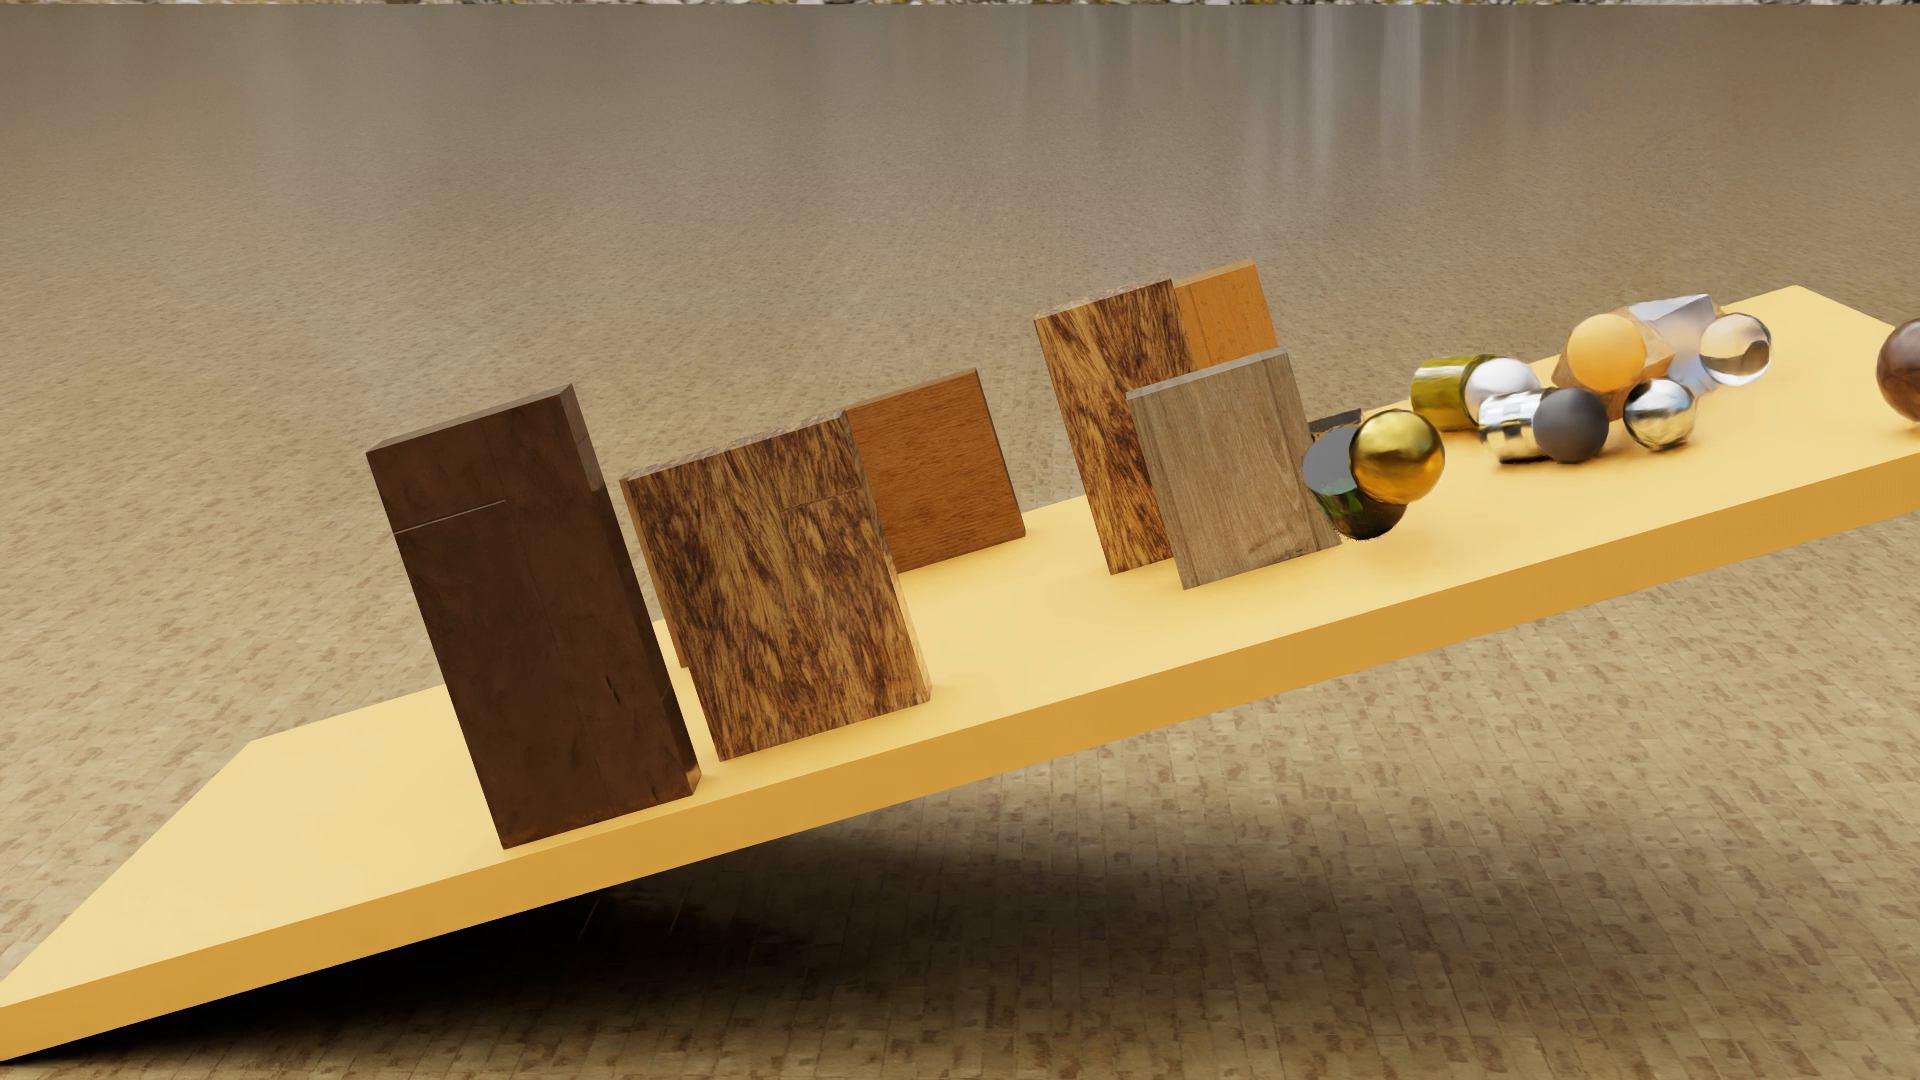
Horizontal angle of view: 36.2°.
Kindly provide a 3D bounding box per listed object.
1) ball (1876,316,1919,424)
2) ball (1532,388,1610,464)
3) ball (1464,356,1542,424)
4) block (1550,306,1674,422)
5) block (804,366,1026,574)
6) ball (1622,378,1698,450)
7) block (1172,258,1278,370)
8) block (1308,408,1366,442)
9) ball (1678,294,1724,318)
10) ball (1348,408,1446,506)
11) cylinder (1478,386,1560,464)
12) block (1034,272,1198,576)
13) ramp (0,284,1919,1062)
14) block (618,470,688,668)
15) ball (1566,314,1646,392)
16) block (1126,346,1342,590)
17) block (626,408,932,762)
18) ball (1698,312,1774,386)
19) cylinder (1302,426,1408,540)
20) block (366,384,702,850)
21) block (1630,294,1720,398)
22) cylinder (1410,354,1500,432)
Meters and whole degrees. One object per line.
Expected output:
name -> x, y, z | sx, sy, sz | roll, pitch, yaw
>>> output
ball -> 1.758, -0.307, 5.313 | 0.199, 0.199, 0.199 | 0, 11, 0
ball -> 1.231, -0.231, 5.926 | 0.152, 0.152, 0.152 | 0, 11, 0
ball -> 1.186, -0.316, 6.418 | 0.167, 0.167, 0.167 | 0, 11, 0
block -> 1.331, -0.354, 6.005 | 0.151, 0.151, 0.151 | -23, 58, -27
block -> -0.107, -0.150, 6.999 | 0.426, 0.410, 0.094 | -16, 10, 5
ball -> 1.379, -0.248, 5.792 | 0.144, 0.144, 0.144 | 0, 11, 0
block -> 0.609, -0.363, 6.712 | 0.264, 0.491, 0.146 | -16, 10, 5
block -> 0.812, -0.178, 6.343 | 0.153, 0.153, 0.153 | -15, 10, 12
ball -> 1.593, -0.456, 6.405 | 0.157, 0.157, 0.157 | 0, 11, 0
ball -> 0.811, -0.154, 5.459 | 0.179, 0.179, 0.179 | 0, 11, 0
cylinder -> 1.172, -0.236, 6.080 | 0.143, 0.143, 0.143 | -8, 3, 43
block -> 0.382, -0.248, 6.251 | 0.300, 0.568, 0.147 | -16, 10, 5
ramp -> 0.095, 0.185, 6.316 | 4.000, 0.100, 2.000 | -16, 10, 5
block -> -0.510, 0.015, 6.664 | 0.394, 0.453, 0.089 | -16, 10, 5
ball -> 1.279, -0.370, 5.817 | 0.154, 0.154, 0.154 | 0, 11, 0
block -> 0.548, -0.145, 5.895 | 0.329, 0.401, 0.114 | -16, 10, 5
block -> -0.342, 0.086, 5.653 | 0.423, 0.573, 0.129 | -16, 10, 5
ball -> 1.626, -0.399, 6.161 | 0.154, 0.154, 0.154 | 0, 11, 0
cylinder -> 0.762, -0.109, 5.661 | 0.158, 0.158, 0.158 | 8, -28, 37
block -> -0.788, 0.144, 5.482 | 0.374, 0.786, 0.144 | -16, 10, 5
block -> 1.488, -0.396, 6.273 | 0.191, 0.191, 0.191 | -25, 12, -35
cylinder -> 1.127, -0.328, 6.578 | 0.169, 0.169, 0.169 | -7, 3, -30
